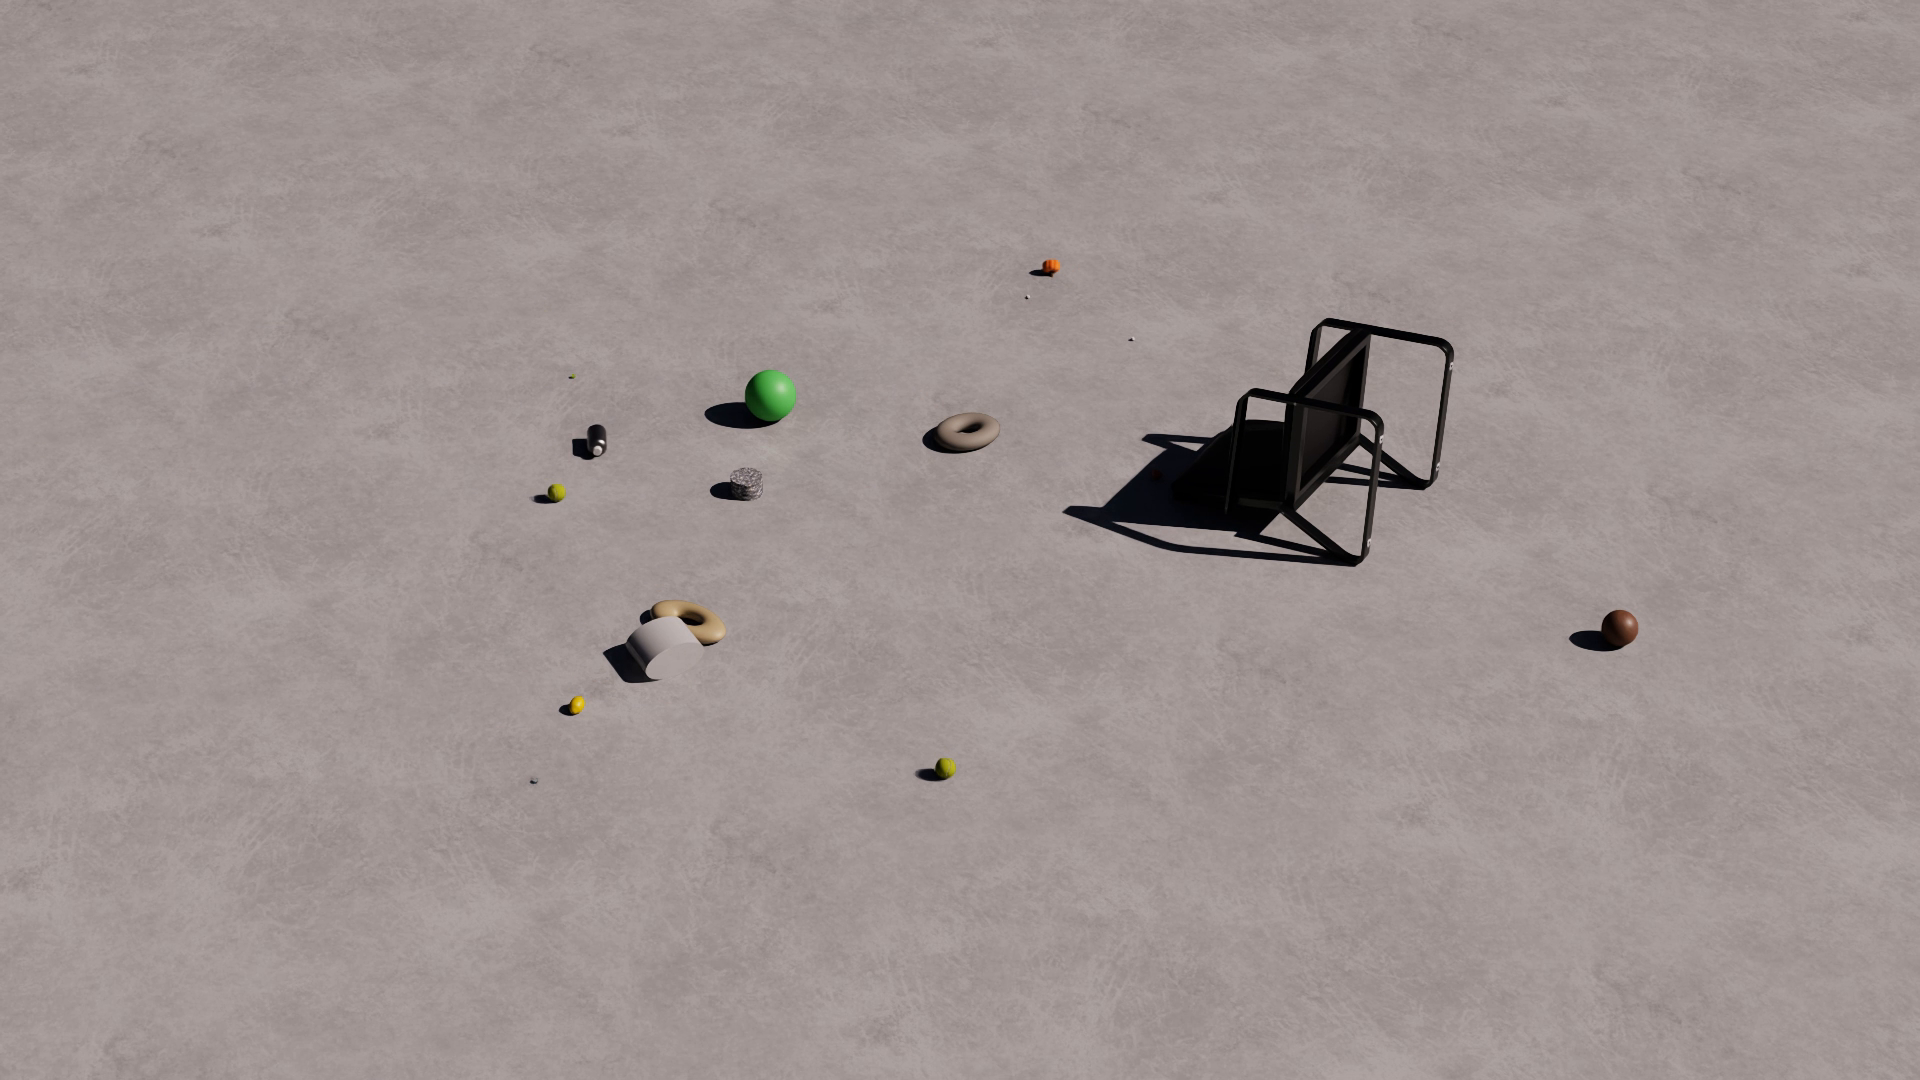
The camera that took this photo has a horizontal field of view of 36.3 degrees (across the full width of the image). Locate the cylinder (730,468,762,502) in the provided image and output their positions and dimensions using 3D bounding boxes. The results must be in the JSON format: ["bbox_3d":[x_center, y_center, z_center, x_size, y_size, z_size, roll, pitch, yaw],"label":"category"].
[{"bbox_3d":[-0.815,-0.213,11.200,0.122,0.074,0.126,-16,37,-23],"label":"cylinder"}]

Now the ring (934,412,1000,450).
[{"bbox_3d":[0.028,-0.426,11.536,0.279,0.062,0.228,-21,38,-30],"label":"ring"}]

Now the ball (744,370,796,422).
[{"bbox_3d":[-0.751,-0.573,11.627,0.205,0.205,0.205,0,33,0],"label":"ball"}]

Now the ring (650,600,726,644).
[{"bbox_3d":[-0.969,0.291,10.453,0.322,0.056,0.181,22,40,29],"label":"ring"}]

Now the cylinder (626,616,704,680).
[{"bbox_3d":[-1.032,0.377,10.256,0.223,0.127,0.179,-23,39,-19],"label":"cylinder"}]
